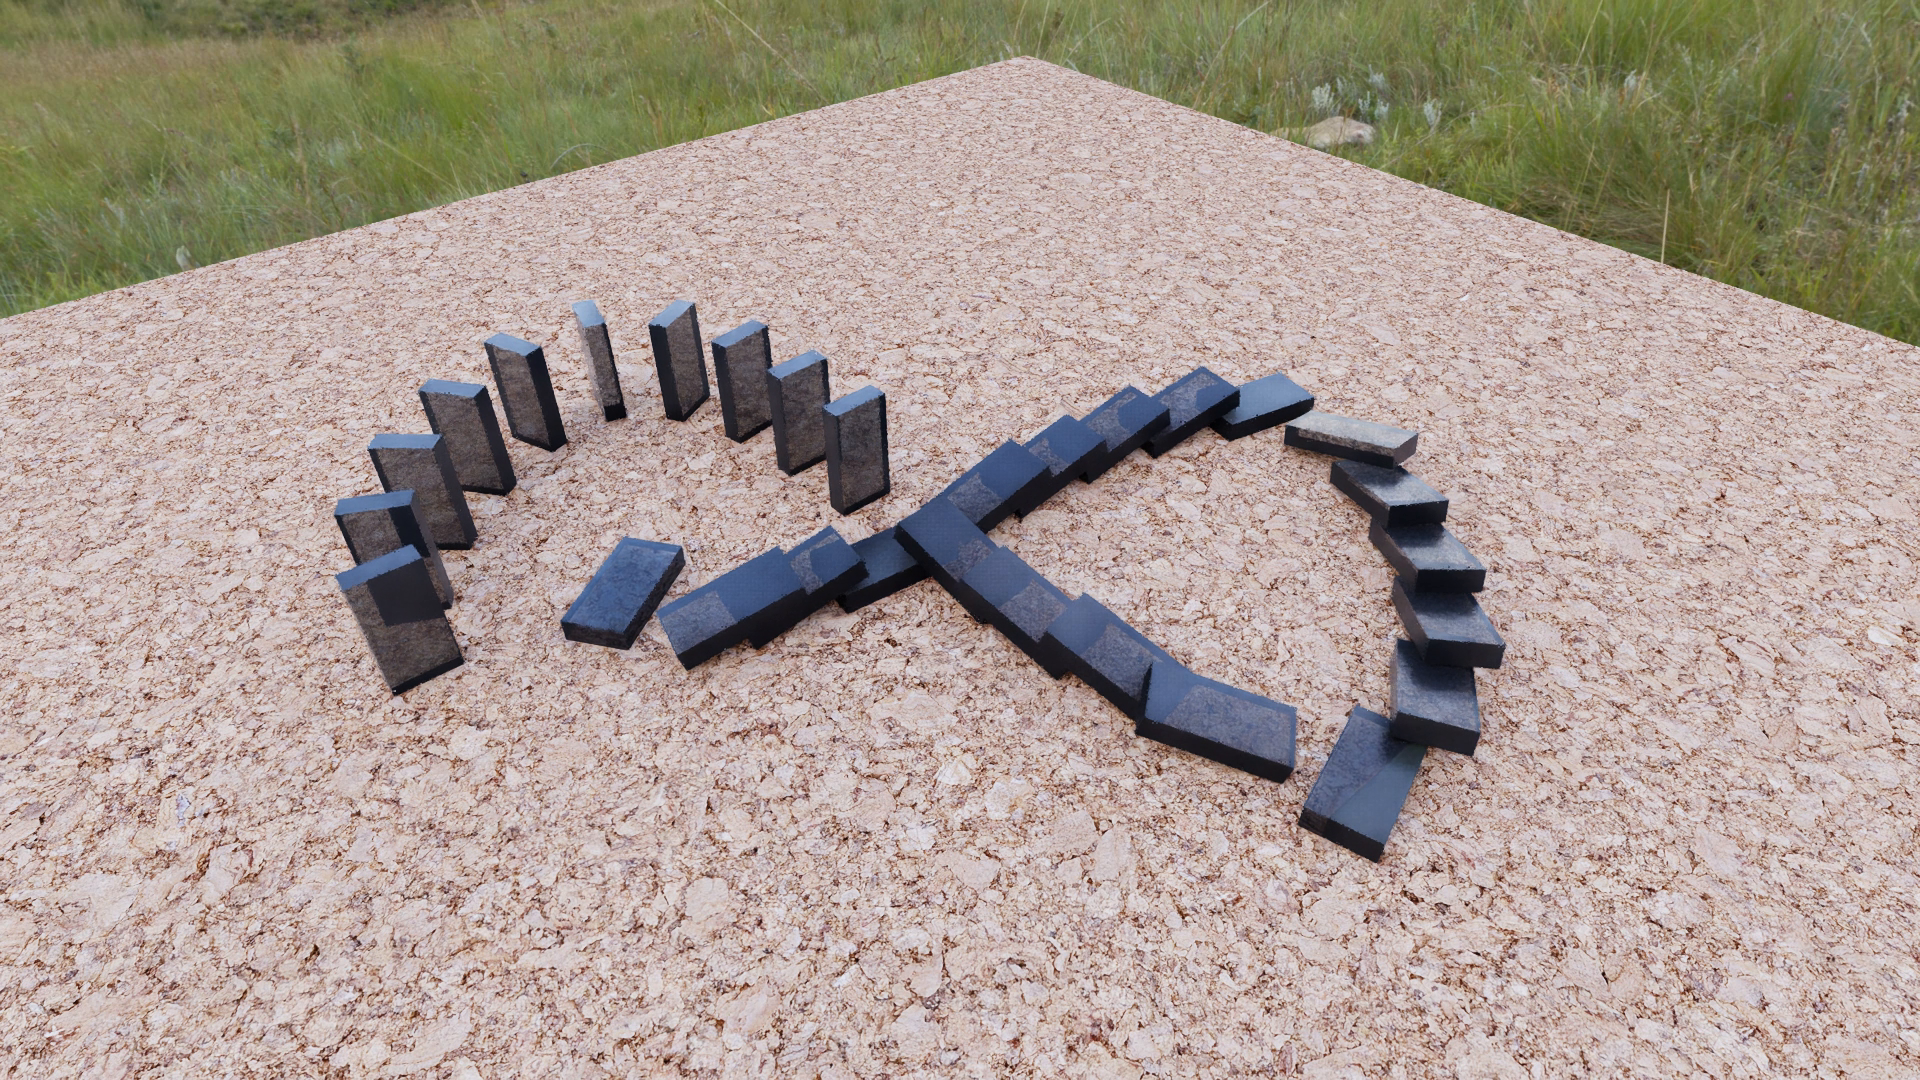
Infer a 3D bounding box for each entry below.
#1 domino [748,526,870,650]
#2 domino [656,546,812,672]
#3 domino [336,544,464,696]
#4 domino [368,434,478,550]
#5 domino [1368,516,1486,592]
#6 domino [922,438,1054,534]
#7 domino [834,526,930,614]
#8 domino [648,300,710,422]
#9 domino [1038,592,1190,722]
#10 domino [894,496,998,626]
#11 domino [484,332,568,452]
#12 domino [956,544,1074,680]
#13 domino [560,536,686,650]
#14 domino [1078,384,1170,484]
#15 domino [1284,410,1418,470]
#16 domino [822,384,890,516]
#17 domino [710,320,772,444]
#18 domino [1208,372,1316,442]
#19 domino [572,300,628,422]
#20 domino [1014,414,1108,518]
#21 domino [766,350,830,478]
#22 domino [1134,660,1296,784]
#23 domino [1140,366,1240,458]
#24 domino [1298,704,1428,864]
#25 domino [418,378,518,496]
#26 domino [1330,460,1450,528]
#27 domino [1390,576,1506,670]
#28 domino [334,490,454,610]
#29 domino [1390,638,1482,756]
[{"bbox_3d":[-0.062,0.017,0.413,0.050,0.010,0.025,-34,48,-15],"label":"domino"},{"bbox_3d":[-0.082,0.024,0.399,0.050,0.009,0.025,-29,47,-11],"label":"domino"},{"bbox_3d":[-0.191,0.028,0.377,0.025,0.050,0.009,-28,47,-30],"label":"domino"},{"bbox_3d":[-0.211,-0.018,0.434,0.025,0.050,0.010,1,39,1],"label":"domino"},{"bbox_3d":[0.181,0.005,0.428,0.025,0.009,0.050,0,24,0],"label":"domino"},{"bbox_3d":[0.011,-0.019,0.456,0.050,0.010,0.025,-38,51,-16],"label":"domino"},{"bbox_3d":[-0.029,0.009,0.433,0.050,0.009,0.025,-24,45,-26],"label":"domino"},{"bbox_3d":[-0.130,-0.083,0.513,0.010,0.050,0.025,12,41,15],"label":"domino"},{"bbox_3d":[0.055,0.042,0.382,0.050,0.009,0.025,37,51,18],"label":"domino"},{"bbox_3d":[0.001,0.007,0.424,0.025,0.009,0.050,-32,66,-33],"label":"domino"},{"bbox_3d":[-0.194,-0.065,0.491,0.025,0.050,0.009,20,43,22],"label":"domino"},{"bbox_3d":[0.026,0.026,0.402,0.050,0.009,0.025,40,52,19],"label":"domino"},{"bbox_3d":[-0.128,0.020,0.420,0.025,0.010,0.050,9,40,10],"label":"domino"},{"bbox_3d":[0.067,-0.048,0.492,0.050,0.010,0.025,-36,50,-17],"label":"domino"},{"bbox_3d":[0.173,-0.045,0.488,0.050,0.010,0.025,20,33,38],"label":"domino"},{"bbox_3d":[-0.043,-0.037,0.456,0.025,0.050,0.009,-30,48,-32],"label":"domino"},{"bbox_3d":[-0.097,-0.071,0.499,0.010,0.050,0.025,27,46,29],"label":"domino"},{"bbox_3d":[0.140,-0.063,0.521,0.050,0.010,0.025,-19,43,-22],"label":"domino"},{"bbox_3d":[-0.168,-0.083,0.513,0.010,0.050,0.025,-18,43,-21],"label":"domino"},{"bbox_3d":[0.036,-0.032,0.473,0.050,0.010,0.025,-36,50,-18],"label":"domino"},{"bbox_3d":[-0.069,-0.055,0.478,0.025,0.050,0.010,-31,49,-32],"label":"domino"},{"bbox_3d":[0.084,0.059,0.361,0.050,0.010,0.025,19,44,2],"label":"domino"},{"bbox_3d":[0.101,-0.059,0.507,0.050,0.010,0.025,-32,47,-14],"label":"domino"},{"bbox_3d":[0.129,0.076,0.350,0.025,0.009,0.050,23,45,26],"label":"domino"},{"bbox_3d":[-0.207,-0.043,0.463,0.025,0.050,0.010,7,40,9],"label":"domino"},{"bbox_3d":[0.178,-0.021,0.459,0.025,0.010,0.050,-6,25,-7],"label":"domino"},{"bbox_3d":[0.175,0.029,0.398,0.025,0.010,0.050,5,24,6],"label":"domino"},{"bbox_3d":[-0.207,0.006,0.404,0.025,0.050,0.010,-9,40,-11],"label":"domino"},{"bbox_3d":[0.159,0.052,0.371,0.025,0.010,0.050,13,27,16],"label":"domino"}]
